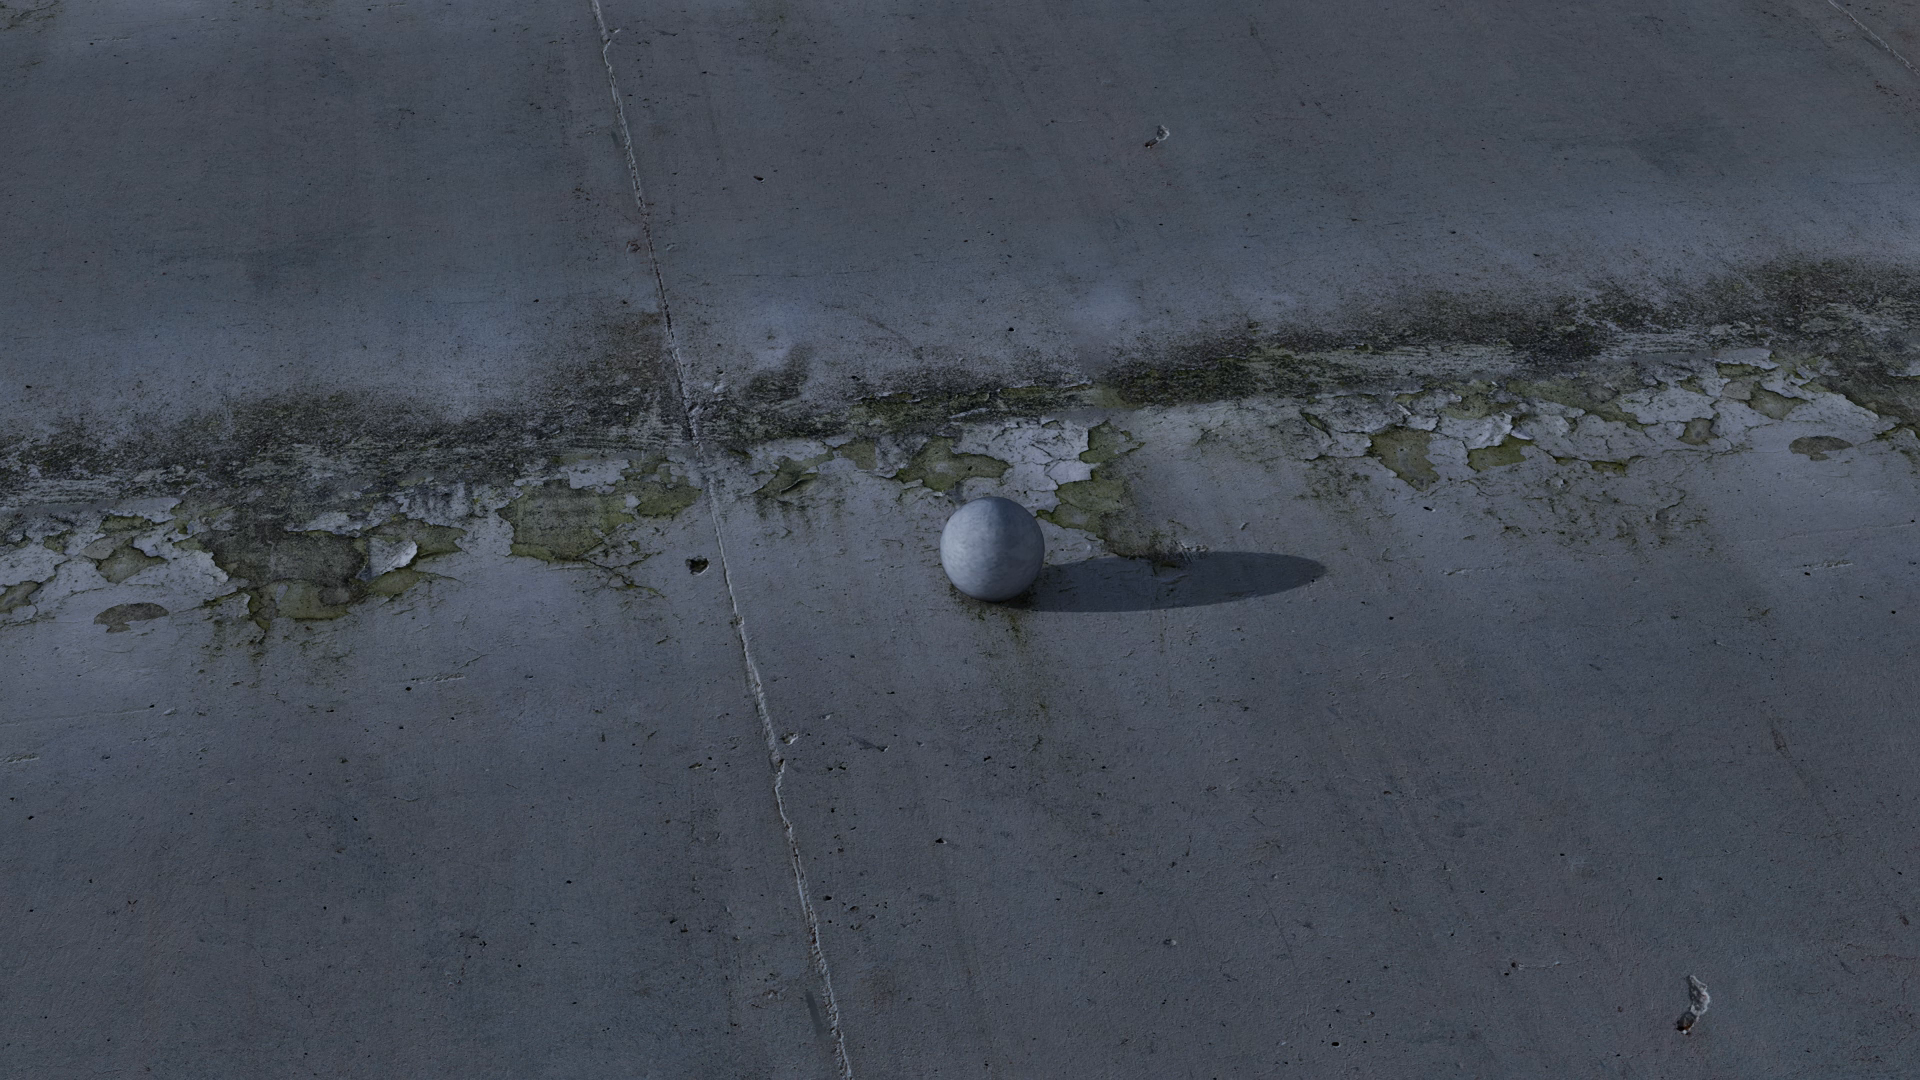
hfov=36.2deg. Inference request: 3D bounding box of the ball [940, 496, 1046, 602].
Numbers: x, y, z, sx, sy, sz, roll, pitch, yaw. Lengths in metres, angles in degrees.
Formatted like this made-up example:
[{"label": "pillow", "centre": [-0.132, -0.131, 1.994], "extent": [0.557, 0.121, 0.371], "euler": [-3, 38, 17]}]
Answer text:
[{"label": "ball", "centre": [0.018, 0.005, 1.632], "extent": [0.059, 0.059, 0.059], "euler": [0, 31, 0]}]
